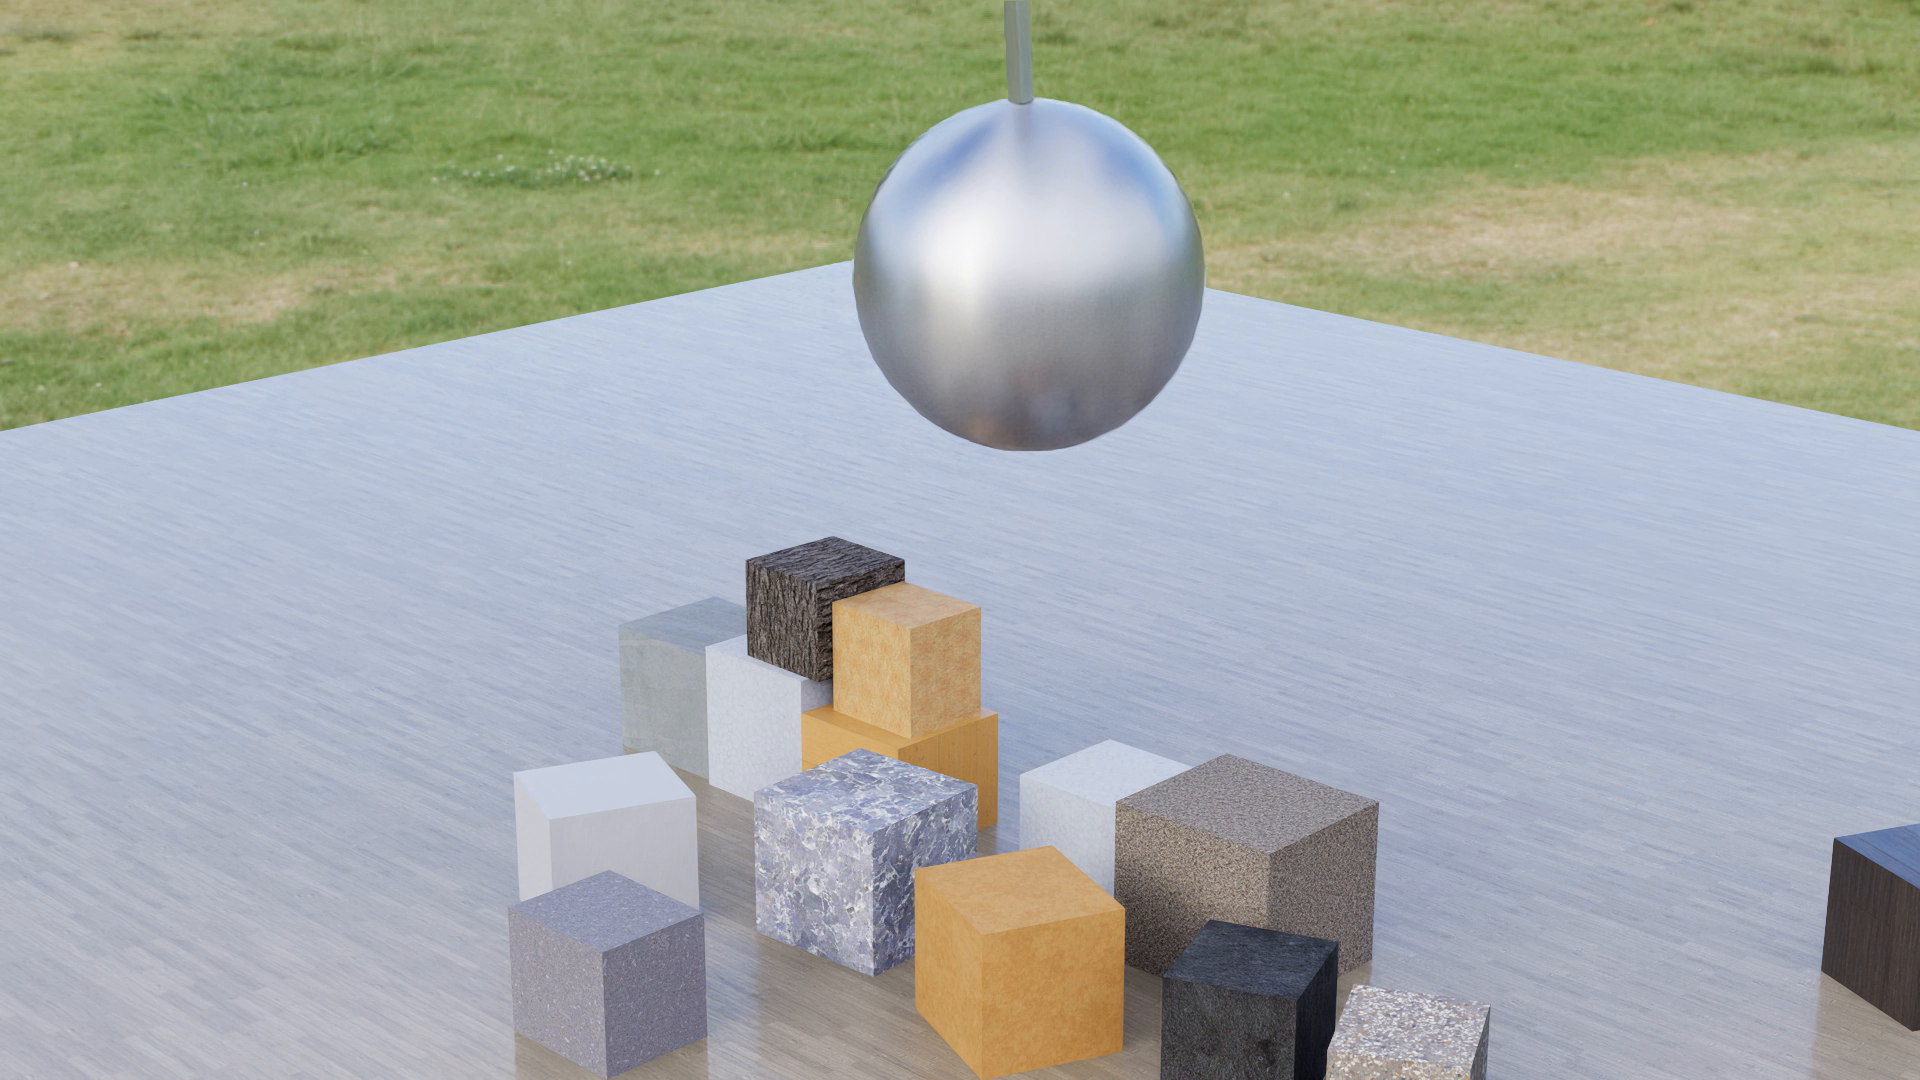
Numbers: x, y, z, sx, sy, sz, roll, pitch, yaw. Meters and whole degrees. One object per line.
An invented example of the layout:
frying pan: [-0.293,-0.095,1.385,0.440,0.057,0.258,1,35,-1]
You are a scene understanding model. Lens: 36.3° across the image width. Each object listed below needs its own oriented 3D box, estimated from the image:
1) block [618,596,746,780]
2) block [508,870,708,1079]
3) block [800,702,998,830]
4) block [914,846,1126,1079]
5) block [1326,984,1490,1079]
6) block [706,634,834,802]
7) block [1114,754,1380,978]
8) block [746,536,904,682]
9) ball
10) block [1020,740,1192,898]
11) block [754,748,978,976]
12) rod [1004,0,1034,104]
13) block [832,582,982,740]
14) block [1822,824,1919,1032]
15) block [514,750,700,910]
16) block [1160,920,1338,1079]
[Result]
block: [-1.249,0.746,14.891,0.640,0.648,0.713,-17,24,-42]
block: [-1.424,1.748,11.865,0.601,0.550,0.520,16,24,42]
block: [-0.286,1.086,13.952,0.658,0.561,0.661,17,24,42]
block: [0.235,1.701,11.886,0.619,0.628,0.685,-7,19,-22]
block: [1.681,2.046,11.015,0.523,0.491,0.567,5,18,16]
block: [-0.749,0.863,14.398,0.699,0.720,0.691,-17,24,-42]
block: [1.214,1.454,12.495,0.815,0.733,0.758,16,23,41]
block: [-0.645,0.325,14.099,0.557,0.485,0.521,-16,23,-41]
ball: [0.312,-1.199,13.292,1.600,1.600,1.600,0,17,0]
block: [0.703,1.339,13.035,0.639,0.629,0.600,16,24,42]
block: [-0.408,1.394,12.806,0.688,0.661,0.687,14,22,38]
rod: [0.135,-4.381,12.106,0.080,5.200,0.080,17,28,42]
block: [-0.251,0.559,13.796,0.454,0.539,0.534,-16,24,-42]
block: [4.036,1.599,12.233,0.550,0.614,0.605,-6,19,-20]
block: [-1.565,1.366,12.975,0.656,0.614,0.584,-7,19,-22]
block: [1.135,1.881,11.481,0.535,0.527,0.567,7,19,22]
